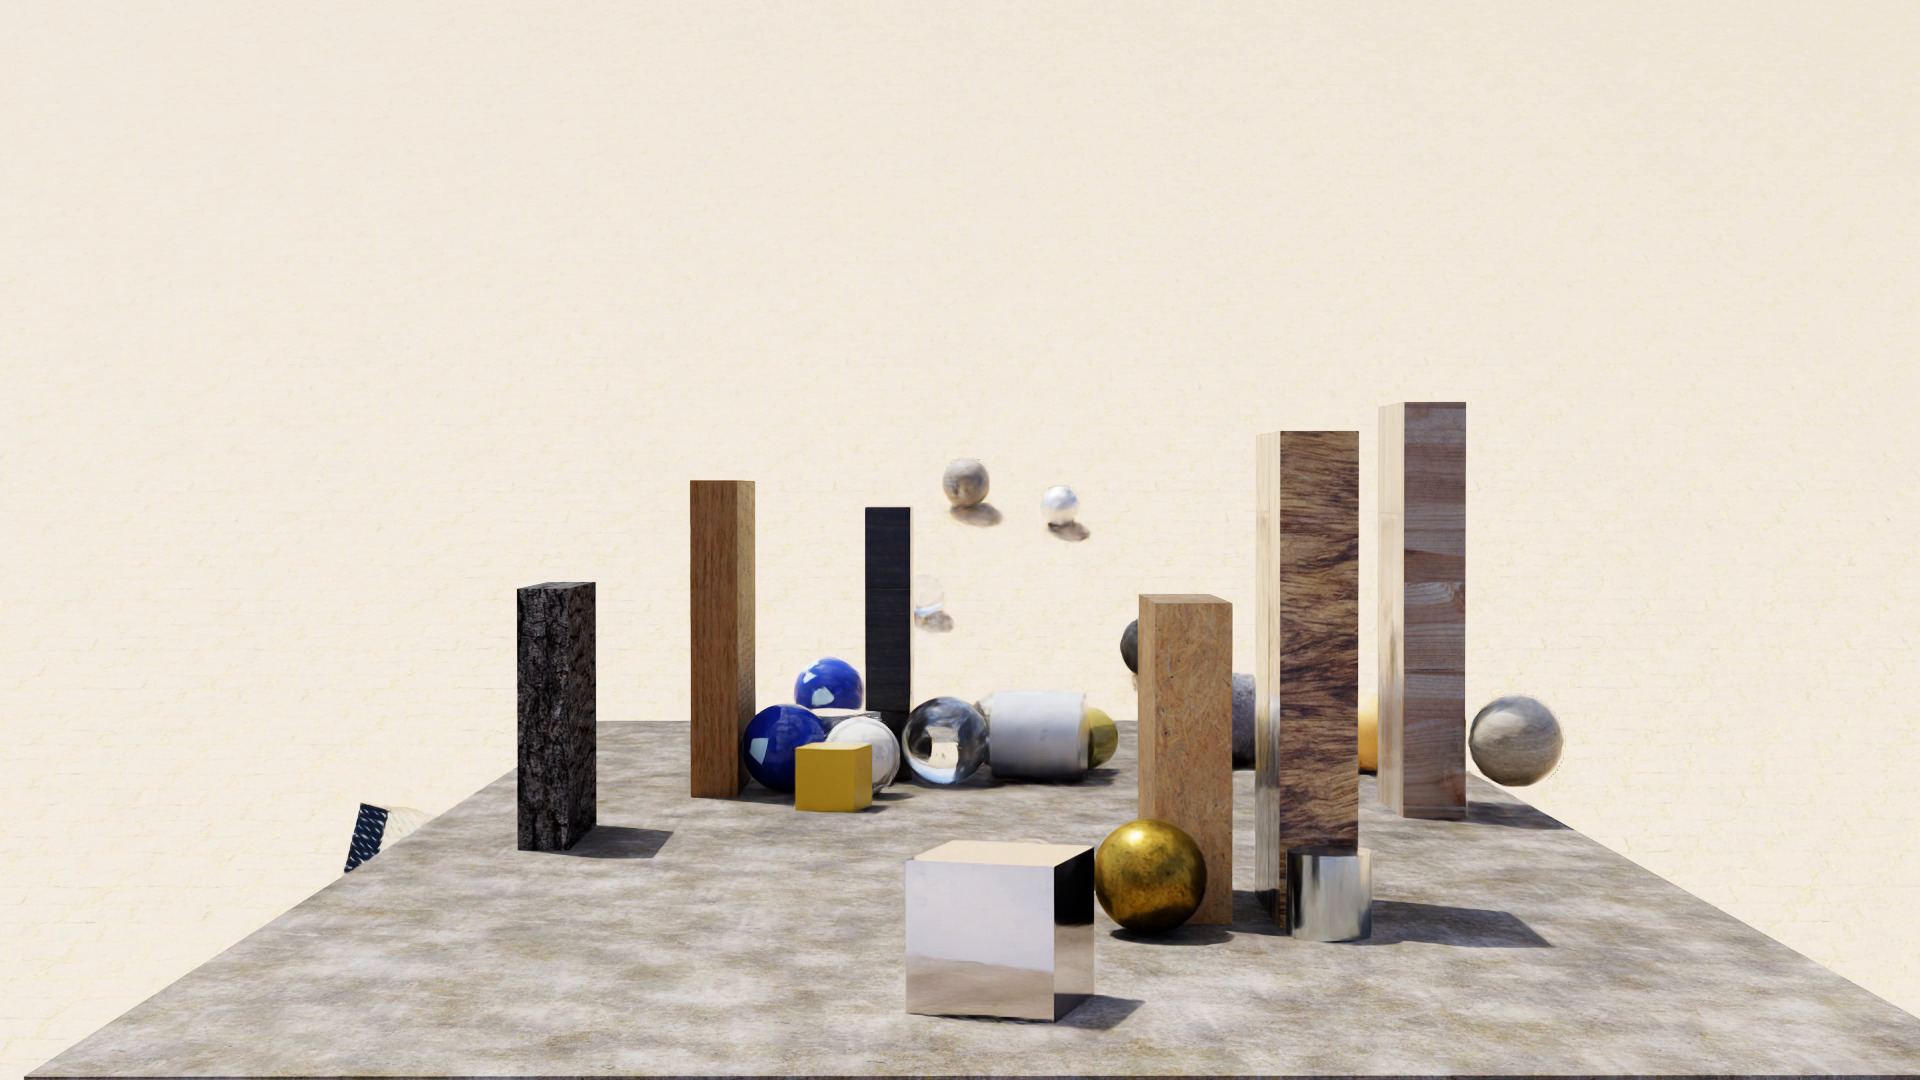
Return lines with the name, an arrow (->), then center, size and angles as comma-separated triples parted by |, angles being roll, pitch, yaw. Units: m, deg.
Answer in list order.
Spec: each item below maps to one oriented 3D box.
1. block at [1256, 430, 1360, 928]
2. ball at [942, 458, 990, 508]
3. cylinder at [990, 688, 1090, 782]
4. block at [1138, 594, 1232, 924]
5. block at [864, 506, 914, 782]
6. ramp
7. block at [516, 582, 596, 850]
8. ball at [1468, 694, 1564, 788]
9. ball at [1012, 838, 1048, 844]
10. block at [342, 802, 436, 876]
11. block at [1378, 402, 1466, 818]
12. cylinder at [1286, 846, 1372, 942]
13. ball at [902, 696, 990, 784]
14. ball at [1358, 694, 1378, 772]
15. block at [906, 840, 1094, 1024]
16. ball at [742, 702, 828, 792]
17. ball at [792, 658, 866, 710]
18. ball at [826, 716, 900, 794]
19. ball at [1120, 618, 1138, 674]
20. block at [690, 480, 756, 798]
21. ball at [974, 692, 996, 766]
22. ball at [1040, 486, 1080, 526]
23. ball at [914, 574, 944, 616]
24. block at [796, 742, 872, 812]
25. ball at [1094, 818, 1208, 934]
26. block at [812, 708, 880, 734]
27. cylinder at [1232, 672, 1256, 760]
block -> 0.480, 0.184, 3.587 | 0.106, 0.665, 0.279 | 0, 1, 0
ball -> 0.019, -0.173, 7.867 | 0.150, 0.150, 0.150 | 0, 27, 0
cylinder -> 0.162, 0.396, 5.227 | 0.179, 0.179, 0.179 | 3, 27, 10
block -> 0.315, 0.299, 3.644 | 0.105, 0.434, 0.320 | 0, 1, 0
block -> -0.145, 0.206, 5.373 | 0.092, 0.553, 0.349 | 0, 1, 0
ramp -> 0.061, 0.548, 4.584 | 2.000, 0.100, 4.000 | 0, 1, 0
block -> -0.679, 0.289, 4.363 | 0.084, 0.426, 0.324 | 0, 1, 0
ball -> 0.981, 0.355, 4.558 | 0.164, 0.164, 0.164 | 0, 27, 0
ball -> 0.092, 0.459, 3.454 | 0.120, 0.120, 0.120 | 0, 27, 0
block -> -1.097, 0.621, 5.122 | 0.158, 0.158, 0.158 | 11, -4, 27
block -> 0.847, 0.122, 4.747 | 0.111, 0.743, 0.284 | 0, 1, 0
cylinder -> 0.485, 0.465, 3.397 | 0.111, 0.111, 0.111 | 0, 1, 0
ball -> -0.030, 0.399, 5.148 | 0.176, 0.176, 0.176 | 0, 27, 0
ball -> 0.856, 0.402, 5.378 | 0.160, 0.160, 0.160 | 0, 27, 0
block -> 0.048, 0.443, 2.945 | 0.172, 0.172, 0.172 | 0, 1, 18
ball -> -0.339, 0.403, 5.026 | 0.173, 0.173, 0.173 | 0, 27, 0
ball -> -0.321, 0.376, 6.331 | 0.177, 0.177, 0.177 | 0, 27, 0
ball -> -0.189, 0.415, 4.961 | 0.151, 0.151, 0.151 | 0, 27, 0
ball -> 0.516, 0.287, 6.933 | 0.172, 0.172, 0.172 | 0, 27, 0
block -> -0.470, 0.184, 5.143 | 0.090, 0.606, 0.443 | 0, 1, 0
ball -> 0.089, 0.401, 5.446 | 0.161, 0.161, 0.161 | 0, 27, 0
ball -> 0.301, -0.102, 7.761 | 0.119, 0.119, 0.119 | 0, 27, 0
ball -> -0.102, 0.155, 7.256 | 0.116, 0.116, 0.116 | 0, 27, 0
block -> -0.233, 0.437, 4.772 | 0.114, 0.114, 0.114 | 0, 1, 15
ball -> 0.251, 0.444, 3.412 | 0.152, 0.152, 0.152 | 0, 27, 0
block -> -0.259, 0.416, 5.166 | 0.142, 0.142, 0.142 | 1, 1, 41
cylinder -> 0.562, 0.375, 5.537 | 0.185, 0.185, 0.185 | 9, 15, -43
